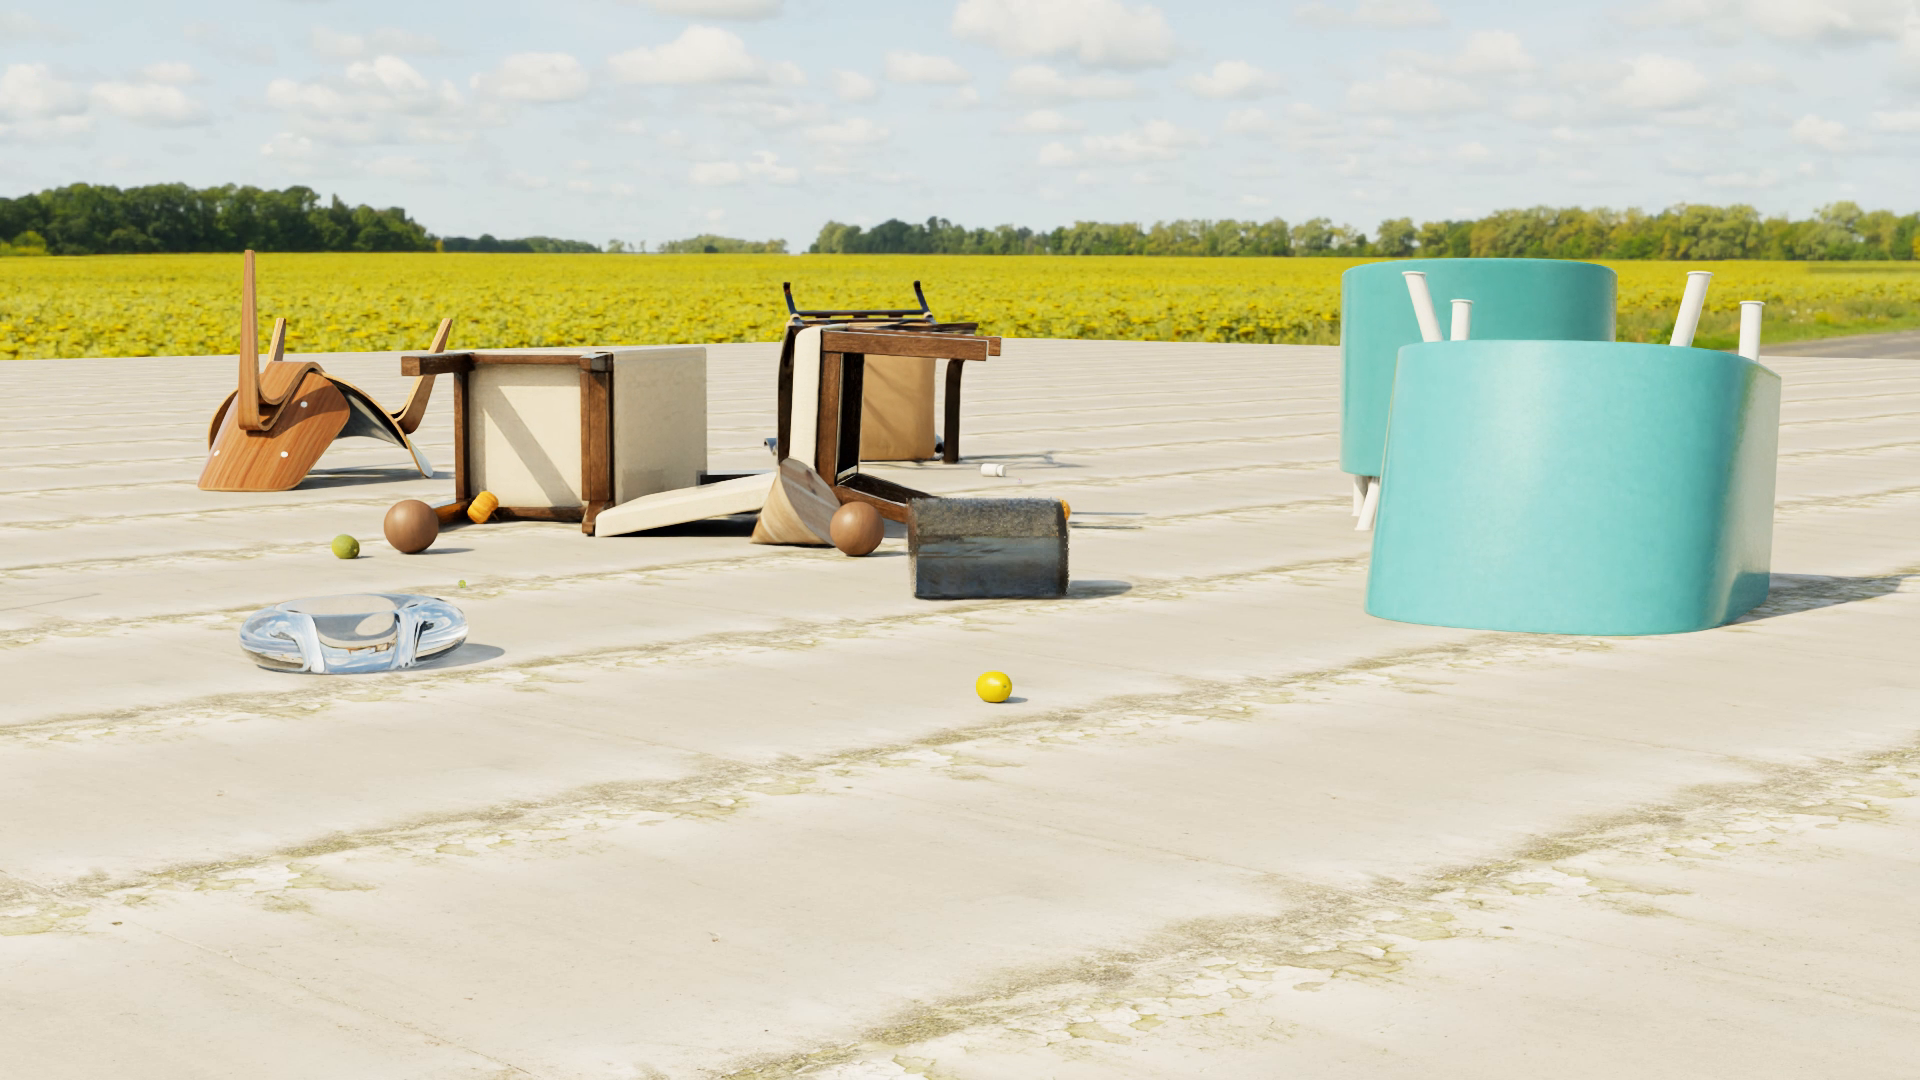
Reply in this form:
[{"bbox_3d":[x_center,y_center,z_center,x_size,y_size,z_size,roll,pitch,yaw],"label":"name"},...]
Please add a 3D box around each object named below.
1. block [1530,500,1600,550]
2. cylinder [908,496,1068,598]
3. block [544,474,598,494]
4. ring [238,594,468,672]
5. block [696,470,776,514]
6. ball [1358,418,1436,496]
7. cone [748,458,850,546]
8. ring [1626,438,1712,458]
[{"bbox_3d":[1.472,-0.037,6.240,0.076,0.109,0.145,-5,8,-40],"label":"block"},{"bbox_3d":[0.055,0.014,5.312,0.308,0.191,0.289,0,21,-5],"label":"cylinder"},{"bbox_3d":[-1.191,-0.174,7.869,0.119,0.049,0.109,4,7,33],"label":"block"},{"bbox_3d":[-1.037,0.158,4.399,0.394,0.099,0.348,-6,9,-38],"label":"ring"},{"bbox_3d":[-0.627,-0.134,7.173,0.209,0.111,0.153,-1,6,-10],"label":"block"},{"bbox_3d":[1.310,-0.250,7.700,0.234,0.234,0.234,0,6,0],"label":"ball"},{"bbox_3d":[-0.437,-0.042,6.293,0.209,0.239,0.280,-31,-35,21],"label":"cone"},{"bbox_3d":[2.596,-0.336,9.392,0.272,0.059,0.347,-2,6,-24],"label":"ring"}]
